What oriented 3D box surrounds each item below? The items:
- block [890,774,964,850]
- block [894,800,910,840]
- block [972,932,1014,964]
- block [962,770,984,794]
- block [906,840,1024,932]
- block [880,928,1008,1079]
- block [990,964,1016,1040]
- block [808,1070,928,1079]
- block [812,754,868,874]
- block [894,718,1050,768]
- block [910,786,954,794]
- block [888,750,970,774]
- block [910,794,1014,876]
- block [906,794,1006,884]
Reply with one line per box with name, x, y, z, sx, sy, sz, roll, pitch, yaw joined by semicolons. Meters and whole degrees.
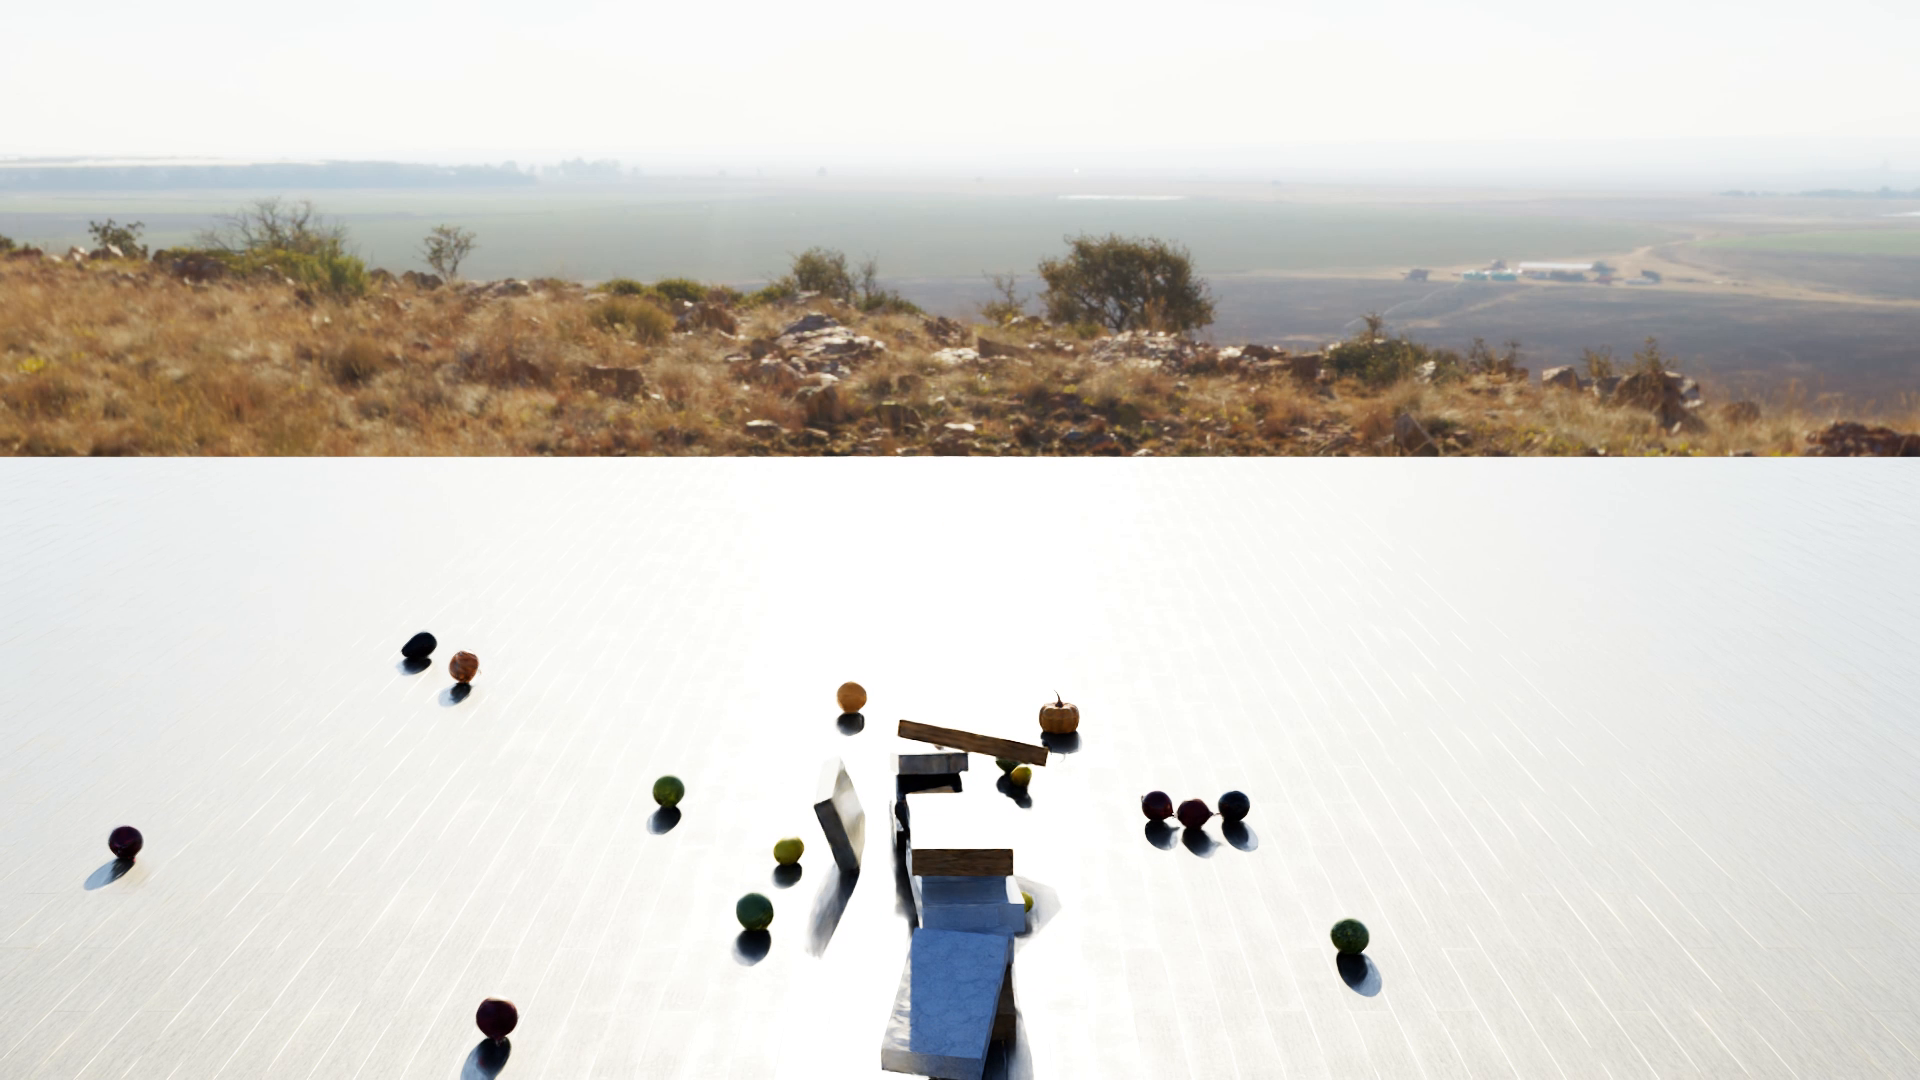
block;-0.054;0.485;3.948;0.131;0.037;0.262;-1;16;-4
block;-0.048;0.507;3.797;0.077;0.022;0.155;-16;48;-19
block;0.013;0.591;3.356;0.137;0.039;0.274;0;5;1
block;-0.020;0.487;4.123;0.131;0.037;0.262;0;11;-3
block;0.003;0.541;3.467;0.153;0.043;0.441;0;5;-4
block;-0.019;0.643;3.063;0.137;0.039;0.274;4;26;8
block;0.007;0.656;3.208;0.137;0.039;0.274;0;11;-1
block;-0.139;0.743;2.724;0.153;0.043;0.305;2;11;8
block;-0.211;0.480;3.885;0.037;0.132;0.264;-21;10;4
block;0.021;0.373;4.047;0.264;0.037;0.132;6;-8;44
block;-0.027;0.481;3.764;0.077;0.022;0.155;-9;34;-18
block;-0.061;0.419;4.153;0.131;0.037;0.262;-1;-4;-6
block;0.000;0.459;3.434;0.153;0.043;0.305;0;8;-2
block;-0.010;0.480;3.568;0.132;0.037;0.386;-1;8;-5
